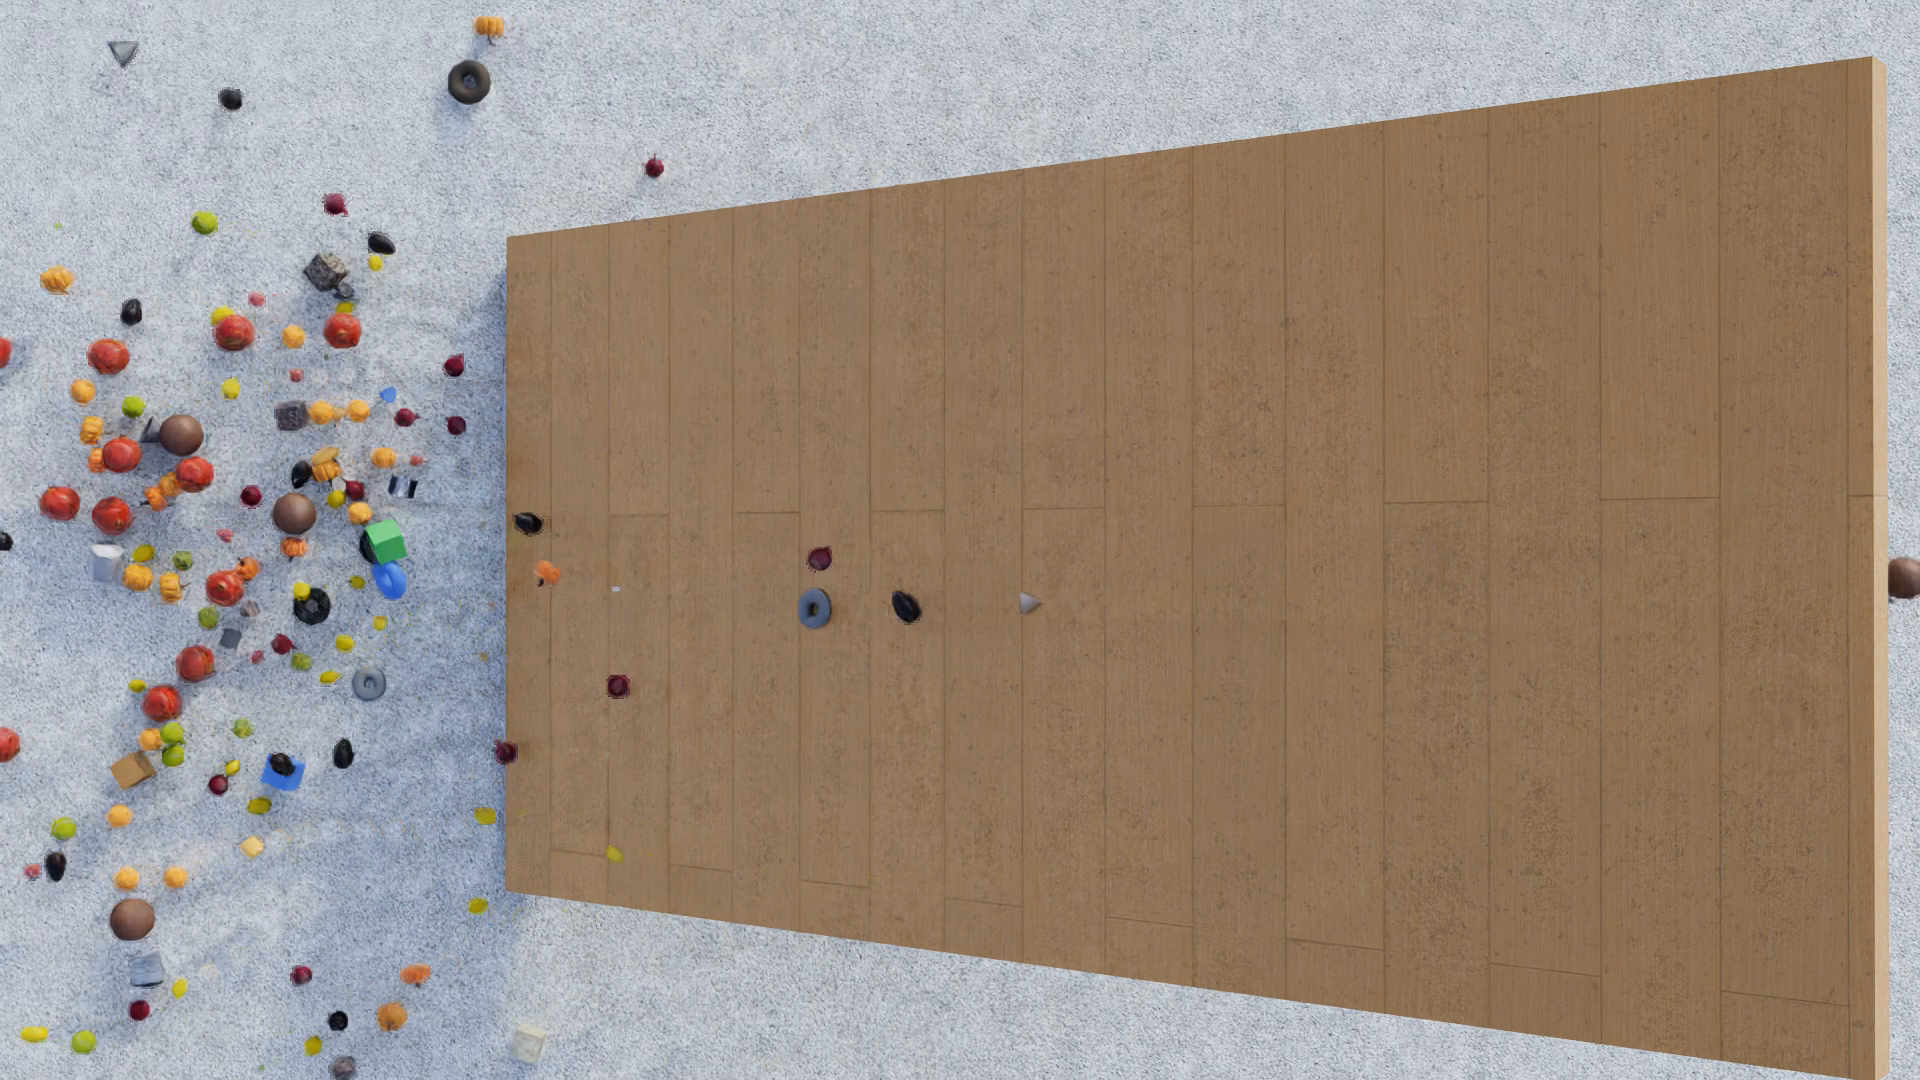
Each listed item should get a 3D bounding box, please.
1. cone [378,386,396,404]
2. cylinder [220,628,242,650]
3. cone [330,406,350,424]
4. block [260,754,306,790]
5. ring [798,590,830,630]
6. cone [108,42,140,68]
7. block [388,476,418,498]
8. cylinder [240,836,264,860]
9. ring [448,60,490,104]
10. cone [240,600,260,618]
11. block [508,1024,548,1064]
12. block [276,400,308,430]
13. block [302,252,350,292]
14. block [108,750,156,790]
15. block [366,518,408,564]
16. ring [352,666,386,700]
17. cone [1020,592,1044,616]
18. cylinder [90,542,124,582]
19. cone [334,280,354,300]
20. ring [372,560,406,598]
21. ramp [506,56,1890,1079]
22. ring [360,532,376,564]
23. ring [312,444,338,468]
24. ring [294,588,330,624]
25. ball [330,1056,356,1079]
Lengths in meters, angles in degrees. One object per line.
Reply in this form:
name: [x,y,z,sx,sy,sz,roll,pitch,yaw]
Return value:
cone: [-1.780,-0.451,6.796,0.054,0.054,0.054,9,90,27]
cylinder: [-2.246,0.305,6.775,0.053,0.053,0.053,20,87,0]
cone: [-1.908,-0.394,6.791,0.056,0.056,0.056,-15,90,-27]
block: [-2.076,0.713,6.748,0.084,0.084,0.084,21,91,13]
ring: [-0.394,0.187,5.935,0.109,0.036,0.109,-2,87,38]
cone: [-2.566,-1.514,6.783,0.083,0.083,0.083,-35,90,-20]
block: [-1.715,-0.162,6.763,0.056,0.056,0.056,15,90,24]
cylinder: [-2.176,0.946,6.765,0.052,0.052,0.052,-42,83,0]
ring: [-1.516,-1.414,6.792,0.135,0.045,0.135,0,89,0]
cone: [-2.205,0.222,6.790,0.058,0.058,0.058,-25,90,26]
block: [-1.327,1.547,6.752,0.084,0.084,0.084,17,90,0]
block: [-2.053,-0.382,6.760,0.072,0.072,0.072,-4,109,1]
block: [-1.948,-0.825,6.757,0.082,0.082,0.082,-42,89,19]
block: [-2.542,0.707,6.755,0.082,0.082,0.082,-32,89,4]
block: [-1.745,0.005,6.692,0.087,0.087,0.087,-21,47,-20]
ring: [-1.823,0.443,6.784,0.106,0.035,0.106,0,88,1]
cone: [0.182,0.159,5.498,0.058,0.058,0.058,-4,90,11]
cylinder: [-2.617,0.068,6.742,0.090,0.090,0.090,18,118,0]
cone: [-1.917,-0.759,6.796,0.061,0.061,0.061,-32,90,27]
ring: [-1.750,0.117,6.750,0.045,0.134,0.134,-33,90,-42]
ramp: [0.226,0.064,5.544,4.000,0.100,2.000,0,89,38]
ring: [-1.792,0.017,6.784,0.123,0.041,0.123,0,91,-1]
ring: [-1.953,-0.260,6.763,0.092,0.092,0.031,-38,123,0]
ring: [-1.999,0.204,6.784,0.116,0.039,0.116,0,89,-1]
ball: [-1.893,1.623,6.755,0.077,0.077,0.077,0,90,0]
